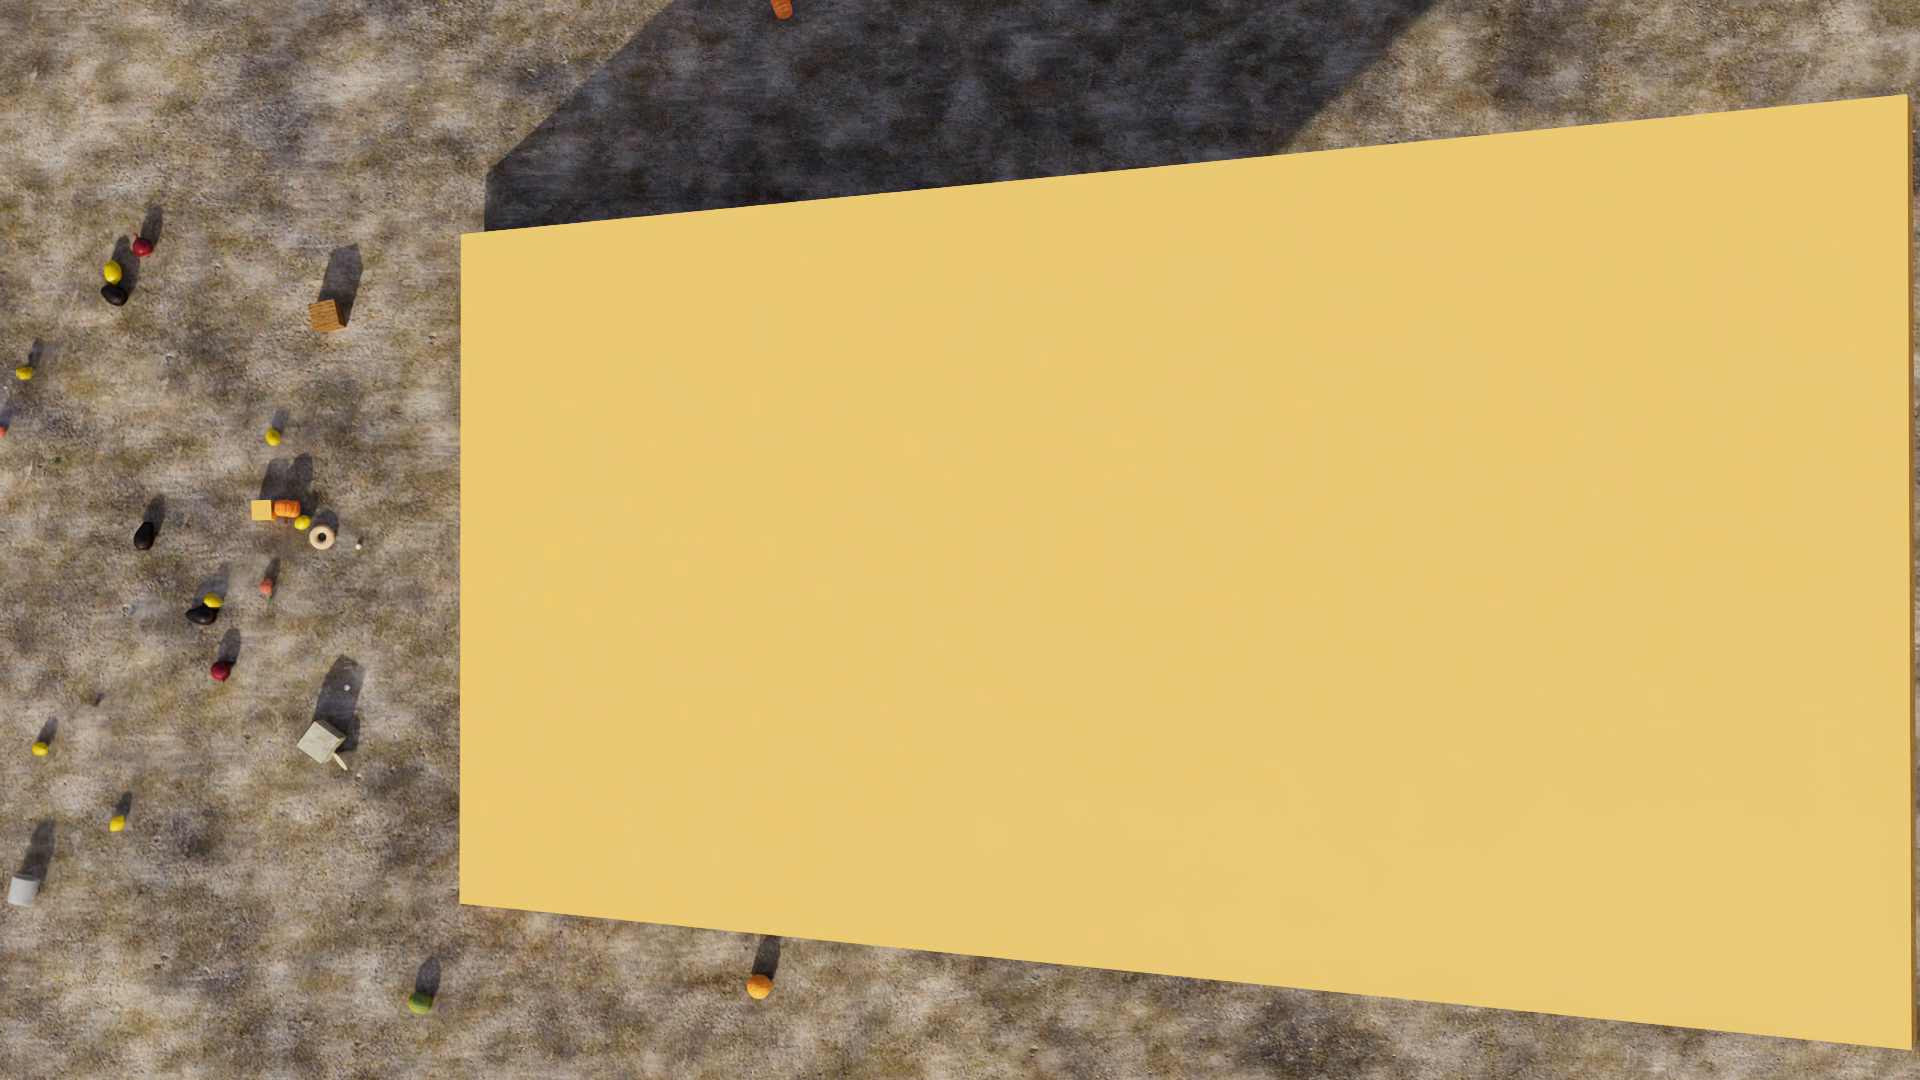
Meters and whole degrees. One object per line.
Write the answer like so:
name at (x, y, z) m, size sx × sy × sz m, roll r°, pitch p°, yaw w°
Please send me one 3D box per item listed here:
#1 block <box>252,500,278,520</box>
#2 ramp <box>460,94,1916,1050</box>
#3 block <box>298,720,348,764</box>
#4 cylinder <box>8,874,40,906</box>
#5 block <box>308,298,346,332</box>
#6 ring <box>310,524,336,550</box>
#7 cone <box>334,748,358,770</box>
block at (-2.098, -0.090, 6.634) m, size 0.058 × 0.058 × 0.058 m, roll -3°, pitch 89°, yaw 0°
ramp at (0.272, 0.075, 5.632) m, size 4.000 × 0.100 × 2.000 m, roll 0°, pitch 89°, yaw 30°
block at (-1.917, 0.605, 6.611) m, size 0.091 × 0.091 × 0.091 m, roll 36°, pitch 90°, yaw 0°
cylinder at (-2.815, 1.053, 6.613) m, size 0.077 × 0.077 × 0.077 m, roll 14°, pitch 89°, yaw 0°
block at (-1.907, -0.675, 6.629) m, size 0.080 × 0.080 × 0.080 m, roll -12°, pitch 89°, yaw 0°
ring at (-1.928, -0.010, 6.649) m, size 0.077 × 0.026 × 0.077 m, roll 0°, pitch 88°, yaw -1°
cone at (-1.846, 0.650, 6.641) m, size 0.064 × 0.064 × 0.064 m, roll -39°, pitch 90°, yaw -27°
